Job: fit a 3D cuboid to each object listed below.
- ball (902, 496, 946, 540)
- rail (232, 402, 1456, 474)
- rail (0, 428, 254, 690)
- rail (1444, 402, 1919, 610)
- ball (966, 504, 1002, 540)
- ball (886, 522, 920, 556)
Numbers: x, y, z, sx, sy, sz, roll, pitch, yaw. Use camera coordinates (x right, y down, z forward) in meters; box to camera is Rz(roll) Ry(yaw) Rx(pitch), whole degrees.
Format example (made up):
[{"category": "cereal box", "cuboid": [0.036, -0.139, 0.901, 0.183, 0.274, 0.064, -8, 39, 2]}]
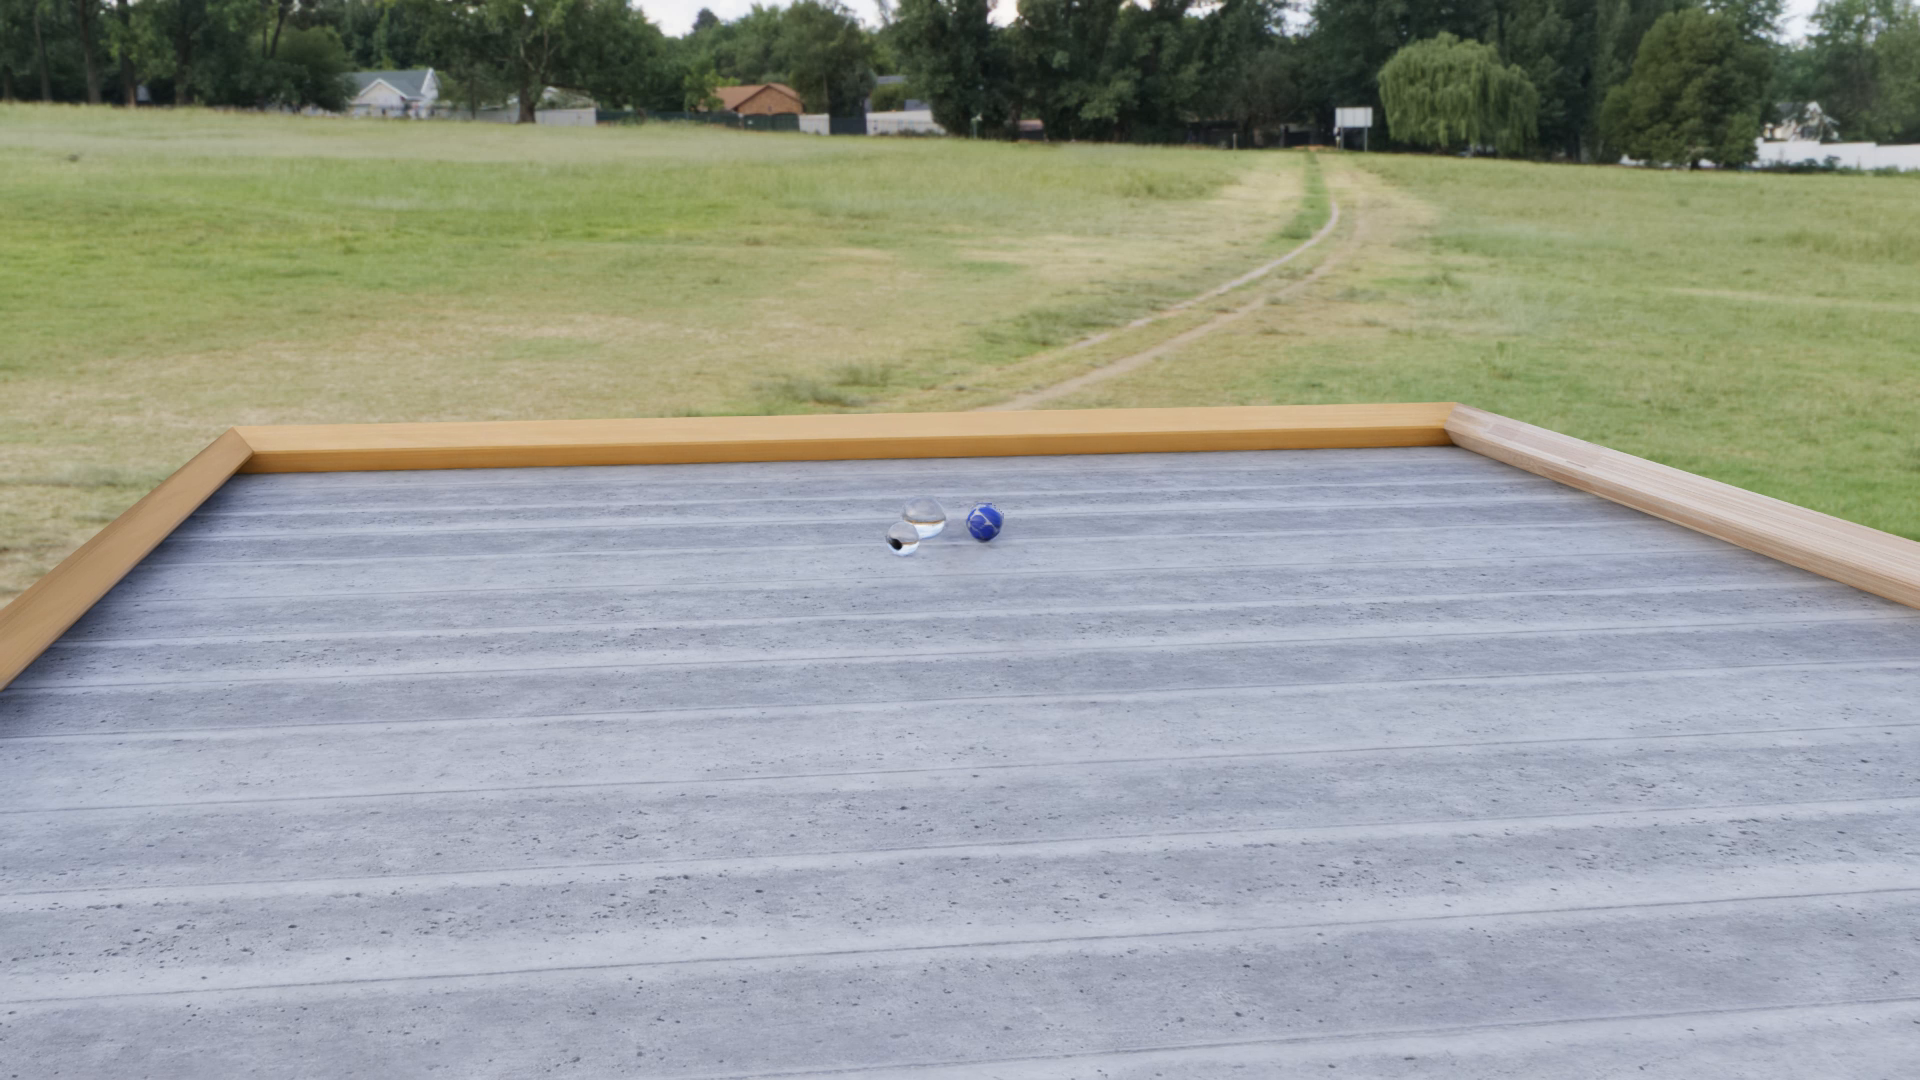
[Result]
[{"category": "ball", "cuboid": [-0.058, -0.036, 3.524, 0.069, 0.069, 0.069, 0, 10, 0]}, {"category": "rail", "cuboid": [-0.173, -0.204, 4.389, 2.467, 0.090, 0.045, -2, 10, -9]}, {"category": "rail", "cuboid": [-1.017, 0.213, 2.095, 0.045, 0.090, 4.377, -2, 10, -9]}, {"category": "rail", "cuboid": [1.371, 0.143, 2.480, 0.045, 0.090, 4.377, -2, 10, -9]}, {"category": "ball", "cuboid": [0.039, -0.027, 3.513, 0.057, 0.057, 0.057, 0, 10, 0]}, {"category": "ball", "cuboid": [-0.088, -0.002, 3.386, 0.052, 0.052, 0.052, 0, 10, 0]}]
